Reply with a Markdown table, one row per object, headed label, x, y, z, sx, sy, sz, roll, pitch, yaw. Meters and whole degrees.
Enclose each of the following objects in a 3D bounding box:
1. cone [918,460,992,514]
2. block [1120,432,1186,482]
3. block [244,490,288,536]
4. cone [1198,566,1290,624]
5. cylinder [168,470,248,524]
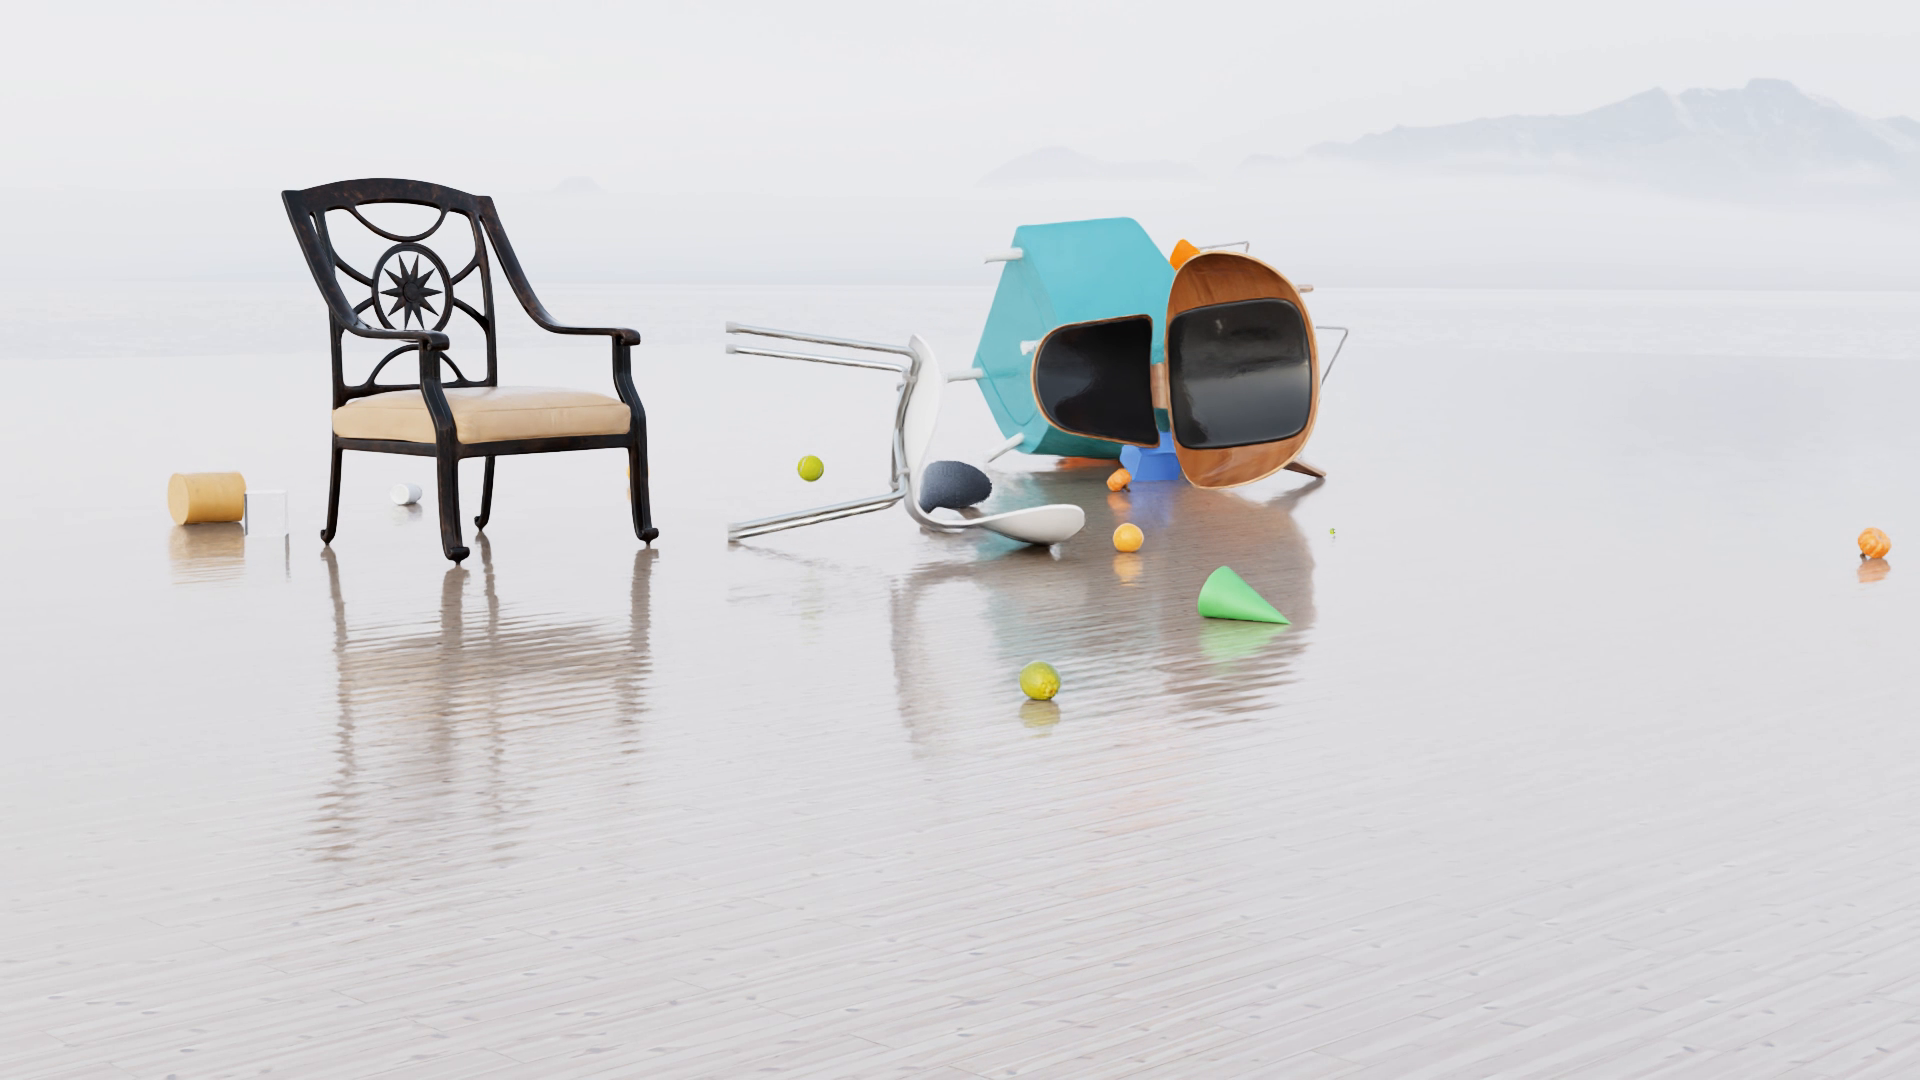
| label | x | y | z | sx | sy | sz | roll | pitch | yaw |
| --- | --- | --- | --- | --- | --- | --- | --- | --- | --- |
| cone | -0.064 | -0.117 | 7.234 | 0.217 | 0.129 | 0.317 | 11 | 21 | 17 |
| block | 0.621 | -0.271 | 8.293 | 0.157 | 0.105 | 0.123 | -2 | 37 | -23 |
| block | -1.768 | -0.068 | 6.540 | 0.097 | 0.110 | 0.101 | -1 | 6 | -8 |
| cone | 0.562 | 0.130 | 4.911 | 0.181 | 0.098 | 0.112 | 24 | 55 | 35 |
| cylinder | -2.009 | -0.114 | 6.847 | 0.161 | 0.138 | 0.151 | -5 | 10 | -38 |
